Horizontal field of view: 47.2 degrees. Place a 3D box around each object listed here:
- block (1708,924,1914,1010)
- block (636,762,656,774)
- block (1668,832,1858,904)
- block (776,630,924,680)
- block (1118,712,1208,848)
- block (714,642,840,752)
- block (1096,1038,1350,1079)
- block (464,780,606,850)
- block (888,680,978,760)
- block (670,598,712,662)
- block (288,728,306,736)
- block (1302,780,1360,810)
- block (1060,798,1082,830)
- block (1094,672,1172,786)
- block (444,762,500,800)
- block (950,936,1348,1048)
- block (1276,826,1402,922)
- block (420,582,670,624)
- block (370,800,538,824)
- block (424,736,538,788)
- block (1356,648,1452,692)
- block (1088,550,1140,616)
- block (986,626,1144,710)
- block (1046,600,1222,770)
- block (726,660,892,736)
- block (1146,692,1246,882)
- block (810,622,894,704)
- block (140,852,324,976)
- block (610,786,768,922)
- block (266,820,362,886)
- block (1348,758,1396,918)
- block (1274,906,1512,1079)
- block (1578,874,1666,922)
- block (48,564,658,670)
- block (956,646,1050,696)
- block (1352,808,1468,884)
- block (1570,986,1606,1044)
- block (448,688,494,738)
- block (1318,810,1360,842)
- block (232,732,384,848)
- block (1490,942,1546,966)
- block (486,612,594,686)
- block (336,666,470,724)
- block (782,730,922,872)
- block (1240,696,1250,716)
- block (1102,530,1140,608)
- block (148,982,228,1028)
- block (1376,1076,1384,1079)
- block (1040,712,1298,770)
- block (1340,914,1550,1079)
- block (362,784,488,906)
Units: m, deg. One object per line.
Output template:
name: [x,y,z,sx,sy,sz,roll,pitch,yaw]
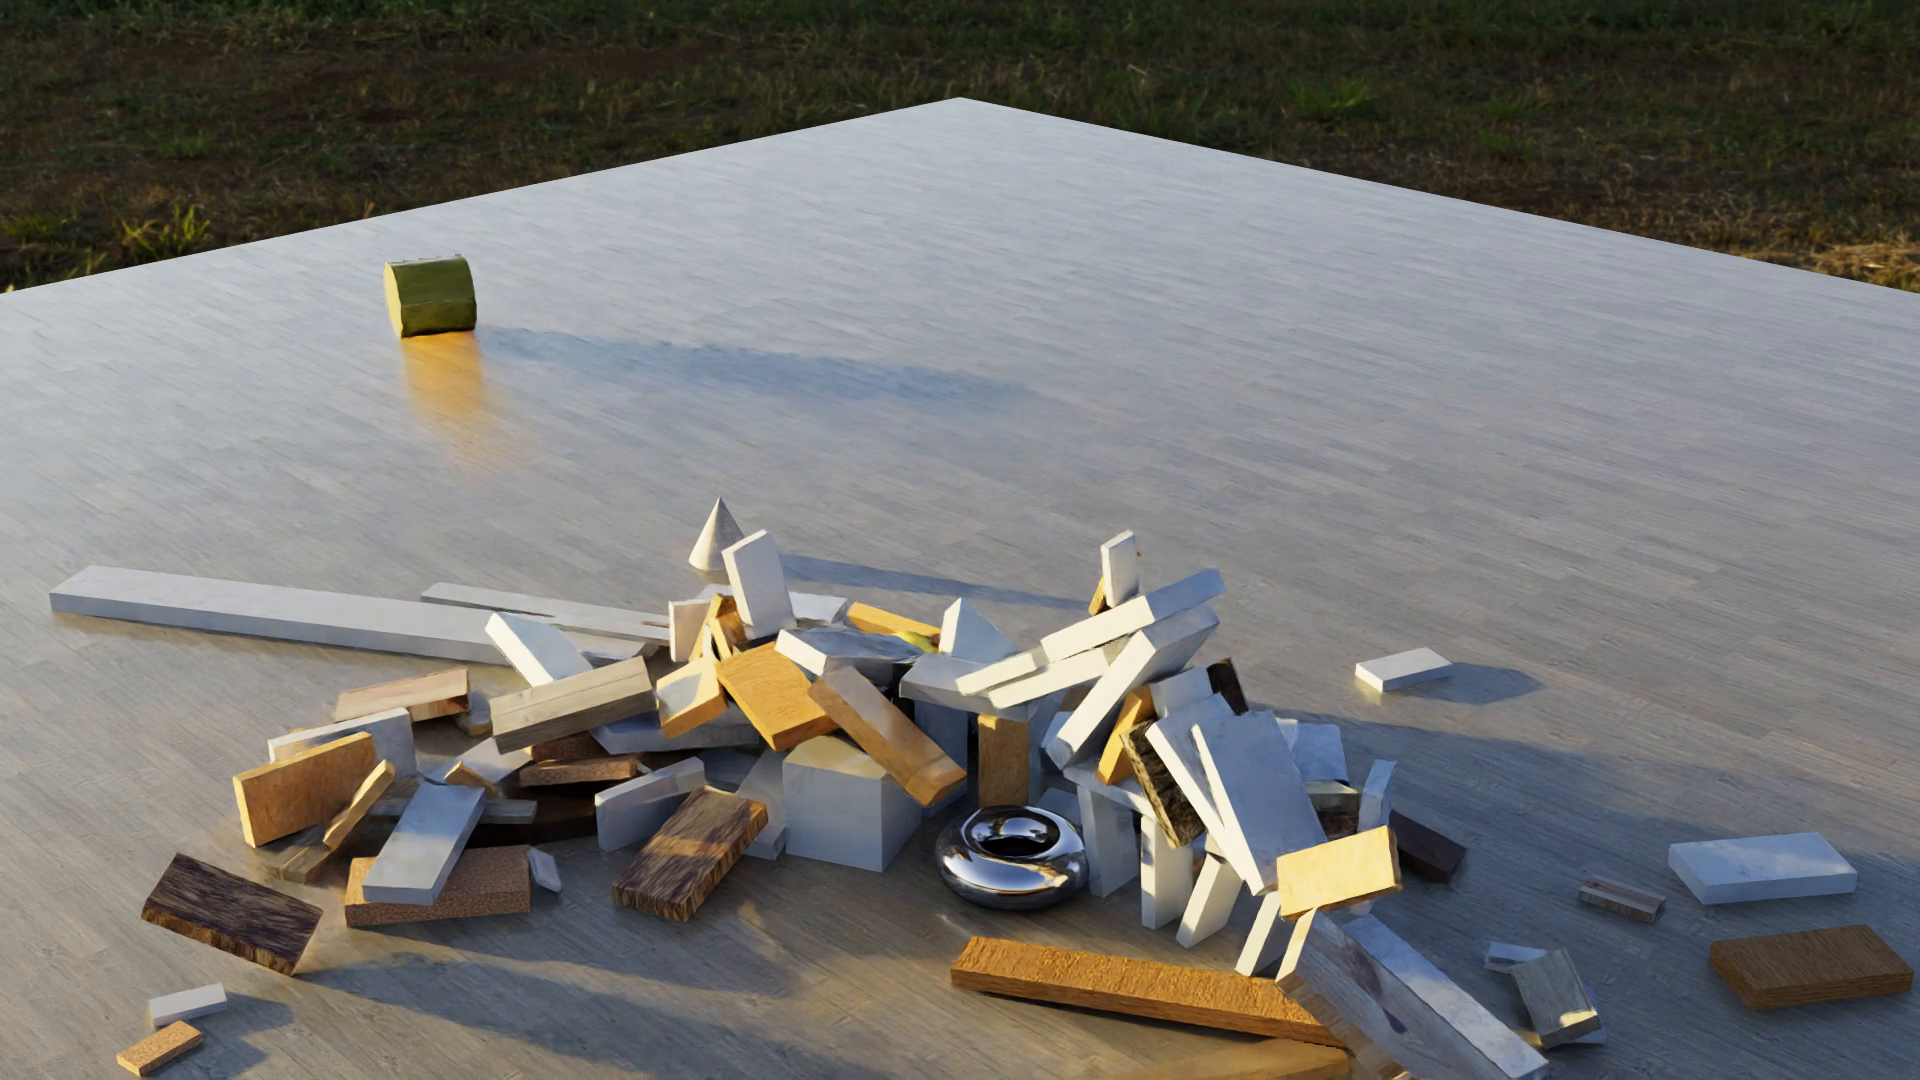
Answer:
block: [1.514,0.759,3.916,0.304,0.043,0.152,-4,23,-10]
block: [-0.580,0.489,4.452,0.049,0.014,0.178,23,-6,43]
block: [1.539,0.629,4.222,0.305,0.043,0.152,-3,23,-8]
block: [-0.207,0.238,4.538,0.316,0.045,0.158,5,14,-43]
block: [0.379,0.426,3.950,0.110,0.228,0.031,-29,7,-33]
block: [-0.368,0.306,4.368,0.135,0.038,0.392,-20,24,-16]
block: [-0.084,0.960,3.464,1.523,0.027,0.095,-8,24,-18]
block: [-0.876,0.551,4.401,0.341,0.047,0.167,-8,24,-17]
block: [-0.030,0.367,4.636,0.269,0.038,0.135,36,14,2]
block: [-0.525,0.197,5.002,0.263,0.131,0.037,-5,14,-19]
block: [-1.358,0.444,4.682,0.180,0.026,0.090,8,24,17]
block: [0.662,0.510,4.407,0.246,0.035,0.123,2,7,-19]
block: [0.248,0.535,4.371,0.056,0.016,0.113,24,50,38]
block: [0.325,0.345,4.013,0.110,0.220,0.031,-20,51,-39]
block: [-0.968,0.485,4.364,0.097,0.049,0.014,39,25,-20]
block: [0.338,0.783,3.830,0.704,0.035,0.123,5,20,17]
block: [0.622,0.550,3.618,0.208,0.029,0.104,-22,53,31]
block: [-0.929,0.181,5.304,0.800,0.024,0.085,8,24,17]
block: [-1.001,0.537,4.349,0.320,0.017,0.062,0,25,1]
block: [-0.967,0.471,4.599,0.140,0.040,0.280,13,26,28]
block: [1.016,0.295,5.029,0.197,0.028,0.099,-11,25,-24]
block: [0.276,0.076,3.939,0.063,0.127,0.018,-20,52,-42]
block: [0.223,0.236,4.135,0.173,0.049,0.347,-20,-3,-40]
block: [0.312,0.269,4.016,0.173,0.396,0.049,-20,65,-39]
block: [-0.310,0.312,4.465,0.167,0.047,0.334,-20,23,-38]
block: [0.474,0.427,3.840,0.154,0.044,0.308,-21,68,-30]
block: [-0.169,0.309,4.699,0.354,0.050,0.177,38,14,13]
block: [-1.307,0.673,3.955,0.280,0.040,0.140,23,32,-7]
block: [-0.516,0.600,4.224,0.158,0.045,0.316,10,34,23]
block: [-1.259,0.610,4.291,0.090,0.025,0.180,9,25,20]
block: [0.720,0.521,3.842,0.035,0.247,0.123,10,25,19]
block: [0.706,0.790,3.416,0.501,0.044,0.154,42,38,-5]
block: [1.248,0.675,4.145,0.141,0.020,0.071,16,28,33]
block: [-1.460,0.190,5.250,1.511,0.049,0.172,6,24,13]
block: [0.110,0.239,4.206,0.119,0.034,0.239,-20,-3,-39]
block: [0.874,0.588,4.275,0.197,0.028,0.099,27,36,23]
block: [1.068,0.819,3.804,0.071,0.020,0.141,2,23,4]
block: [-1.071,0.379,4.836,0.085,0.024,0.171,-13,26,-29]
block: [0.703,0.593,4.319,0.246,0.035,0.123,-8,24,-18]
block: [-1.302,0.497,4.404,0.282,0.141,0.040,-20,22,-38]
block: [1.001,0.747,3.947,0.095,0.014,0.048,7,24,15]
block: [-0.900,0.279,4.874,0.172,0.049,0.344,18,15,-45]
block: [-1.220,0.354,4.827,0.282,0.040,0.141,-12,25,-7]
block: [-0.210,0.497,4.328,0.205,0.205,0.205,8,24,19]
block: [0.530,0.358,4.181,0.016,0.056,0.112,17,53,-26]
block: [0.283,0.051,3.873,0.063,0.127,0.018,-29,39,-28]
block: [-1.345,0.809,3.831,0.123,0.017,0.062,-11,25,-23]
block: [0.727,0.894,3.637,0.095,0.014,0.048,-20,30,-39]
block: [0.438,0.427,4.600,0.516,0.050,0.177,1,21,15]
block: [0.807,0.790,3.763,0.104,0.029,0.456,-17,33,-25]
block: [-1.020,0.578,4.203,0.131,0.037,0.342,3,27,5]
